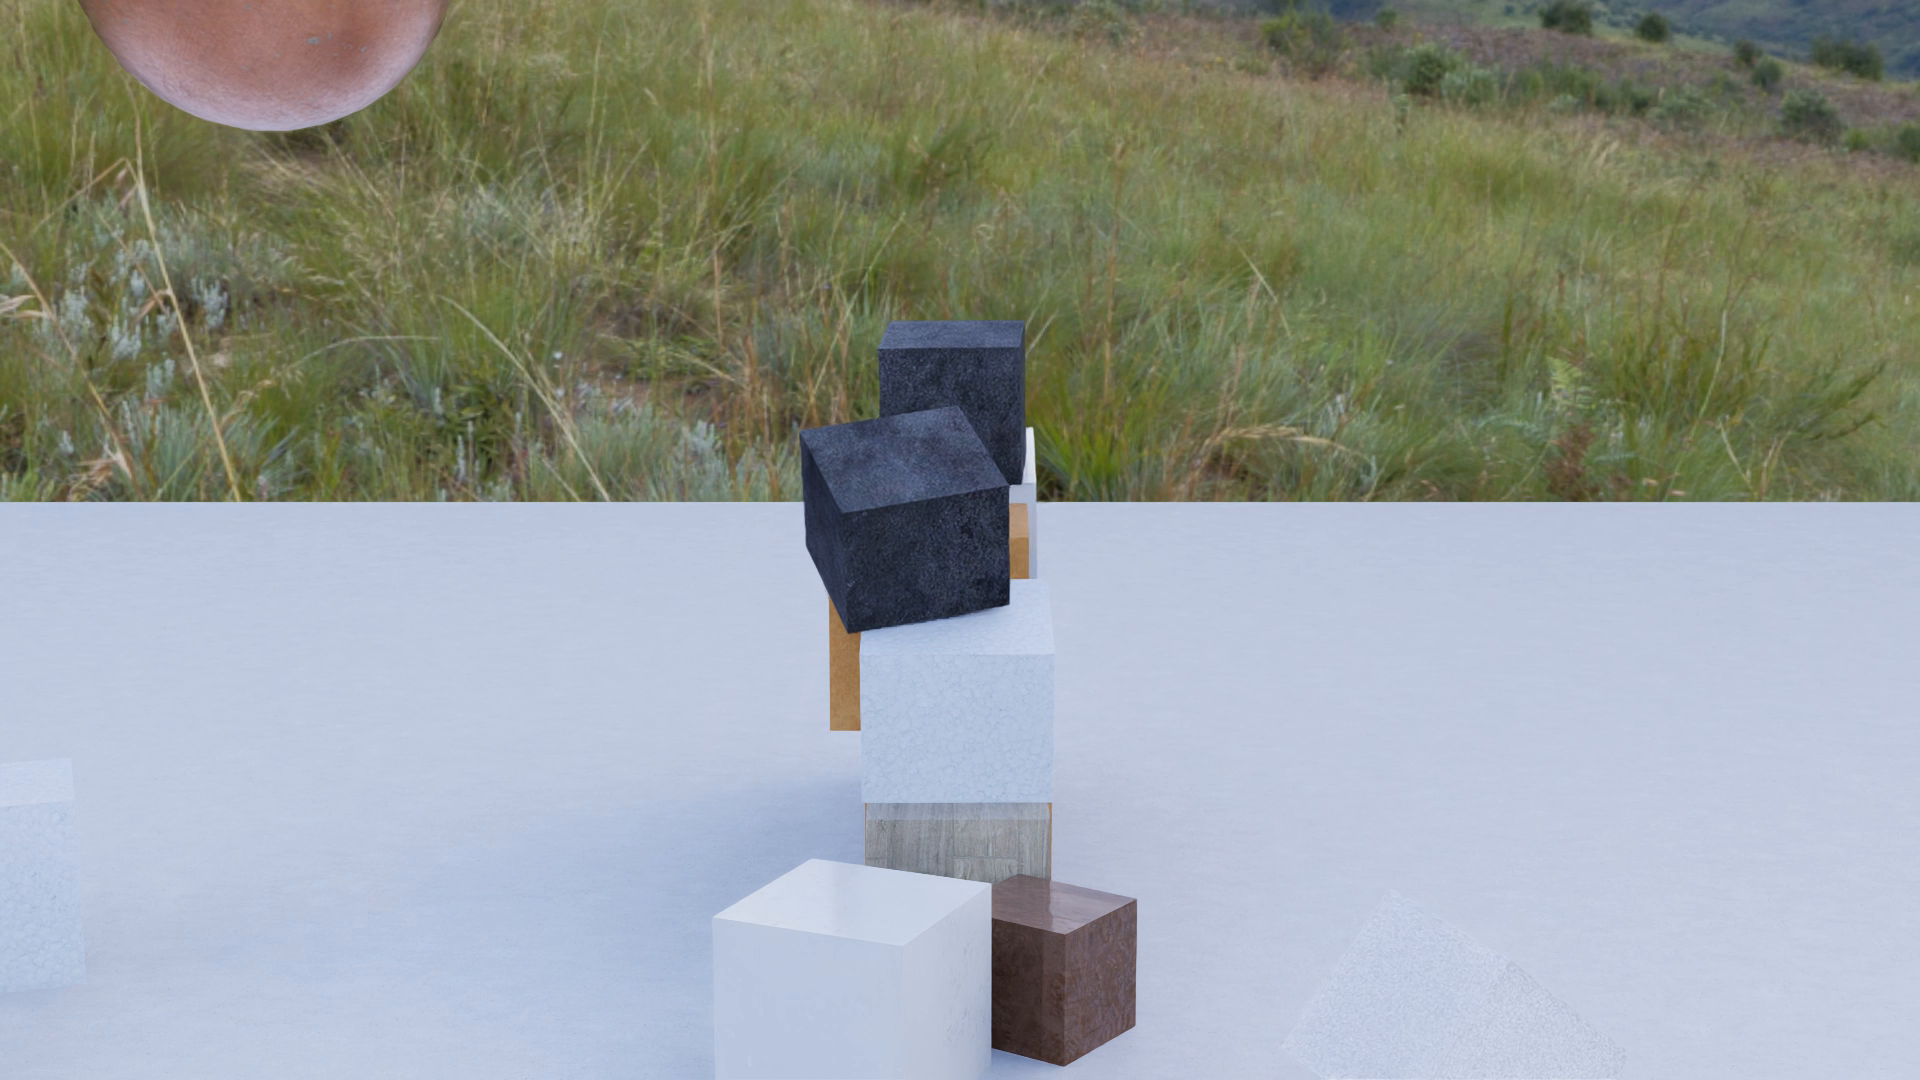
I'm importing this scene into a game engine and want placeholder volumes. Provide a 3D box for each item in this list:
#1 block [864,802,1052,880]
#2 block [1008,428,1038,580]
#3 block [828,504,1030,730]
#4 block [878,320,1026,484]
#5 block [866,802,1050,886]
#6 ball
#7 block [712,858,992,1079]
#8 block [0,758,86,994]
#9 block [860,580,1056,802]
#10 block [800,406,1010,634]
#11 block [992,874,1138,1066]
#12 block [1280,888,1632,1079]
[{"bbox_3d":[-0.009,1.159,10.929,0.762,0.809,0.891,0,10,0],"label":"block"},{"bbox_3d":[-0.056,0.065,11.959,0.820,0.947,0.990,-1,17,1],"label":"block"},{"bbox_3d":[-0.122,0.315,11.019,0.823,0.818,0.867,0,10,1],"label":"block"},{"bbox_3d":[-0.025,-0.622,11.519,0.617,0.619,0.580,0,17,4],"label":"block"},{"bbox_3d":[-0.011,1.350,10.156,0.702,0.709,0.694,0,10,-1],"label":"block"},{"bbox_3d":[-2.906,-2.517,10.723,1.600,1.600,1.600,0,10,0],"label":"ball"},{"bbox_3d":[-0.364,1.583,8.952,0.716,0.682,0.728,5,11,24],"label":"block"},{"bbox_3d":[-3.860,1.335,10.143,0.711,0.745,0.658,-4,11,-20],"label":"block"},{"bbox_3d":[-0.013,0.590,10.191,0.742,0.636,0.719,0,22,0],"label":"block"},{"bbox_3d":[-0.220,-0.090,10.125,0.658,0.544,0.674,-10,33,-14],"label":"block"},{"bbox_3d":[0.299,1.580,9.490,0.527,0.496,0.491,7,13,34],"label":"block"},{"bbox_3d":[1.556,1.607,8.069,0.675,0.614,0.594,38,-5,-31],"label":"block"}]
